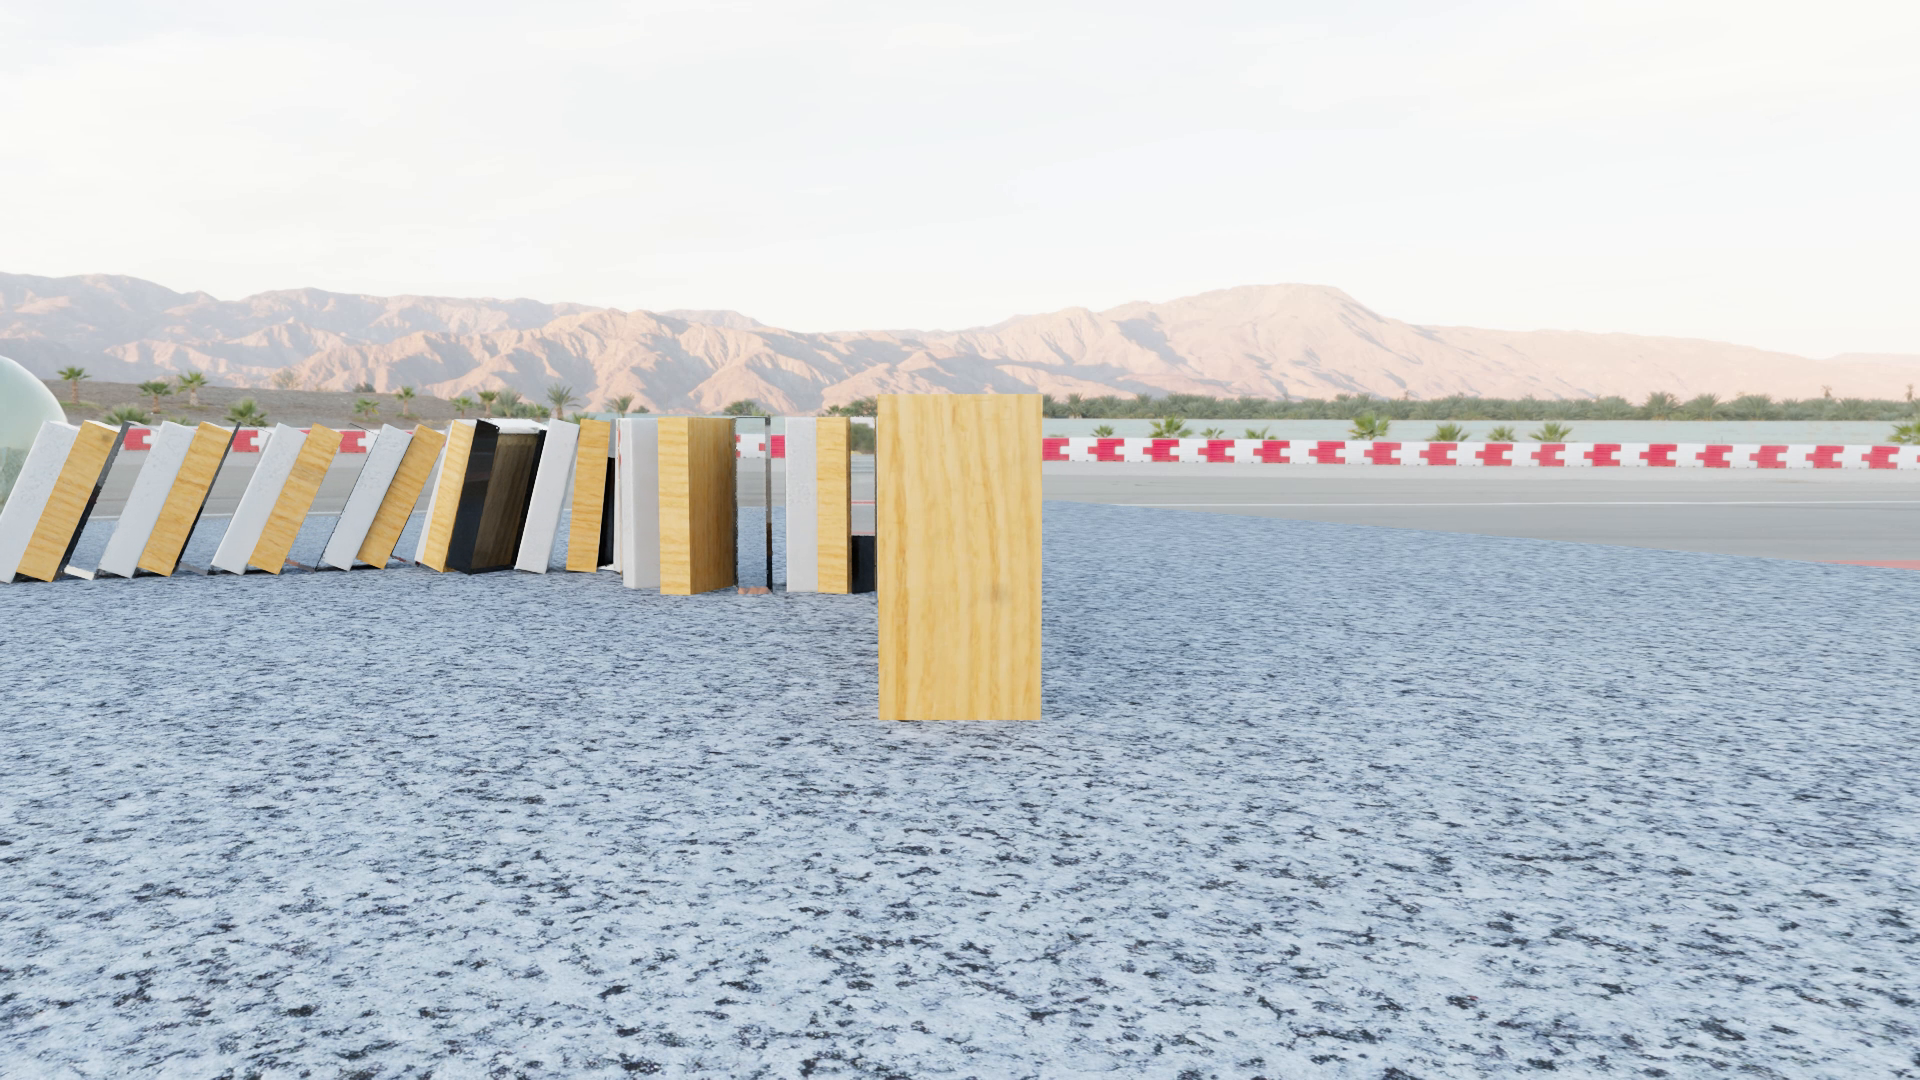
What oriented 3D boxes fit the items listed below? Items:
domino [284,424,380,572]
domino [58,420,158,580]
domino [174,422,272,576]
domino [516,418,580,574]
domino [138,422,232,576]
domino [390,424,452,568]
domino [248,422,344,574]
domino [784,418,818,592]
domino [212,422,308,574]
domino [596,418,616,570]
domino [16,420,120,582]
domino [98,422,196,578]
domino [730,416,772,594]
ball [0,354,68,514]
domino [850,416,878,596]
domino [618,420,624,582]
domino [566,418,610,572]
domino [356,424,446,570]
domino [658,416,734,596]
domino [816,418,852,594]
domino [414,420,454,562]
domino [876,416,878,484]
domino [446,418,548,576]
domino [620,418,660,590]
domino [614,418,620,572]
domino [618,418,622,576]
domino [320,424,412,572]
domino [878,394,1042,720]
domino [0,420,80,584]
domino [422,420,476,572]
[{"bbox_3d":[-0.212,-0.015,0.434,0.009,0.050,0.025,25,-7,-25],"label":"domino"},{"bbox_3d":[-0.272,-0.013,0.412,0.010,0.050,0.025,23,-6,-25],"label":"domino"},{"bbox_3d":[-0.244,-0.014,0.426,0.009,0.050,0.025,23,-6,-25],"label":"domino"},{"bbox_3d":[-0.137,-0.015,0.430,0.010,0.050,0.025,13,1,-15],"label":"domino"},{"bbox_3d":[-0.254,-0.014,0.423,0.009,0.050,0.025,23,-6,-25],"label":"domino"},{"bbox_3d":[-0.186,-0.016,0.453,0.009,0.050,0.025,26,-8,-26],"label":"domino"},{"bbox_3d":[-0.222,-0.014,0.430,0.009,0.050,0.025,25,-7,-25],"label":"domino"},{"bbox_3d":[-0.047,-0.011,0.379,0.009,0.050,0.025,-1,4,-8],"label":"domino"},{"bbox_3d":[-0.233,-0.014,0.428,0.009,0.050,0.025,25,-7,-25],"label":"domino"},{"bbox_3d":[-0.112,-0.016,0.438,0.009,0.050,0.025,8,5,7],"label":"domino"},{"bbox_3d":[-0.280,-0.013,0.406,0.009,0.050,0.025,23,-6,-25],"label":"domino"},{"bbox_3d":[-0.263,-0.014,0.418,0.009,0.050,0.025,23,-6,-25],"label":"domino"},{"bbox_3d":[-0.061,-0.011,0.375,0.009,0.050,0.025,-1,4,-14],"label":"domino"},{"bbox_3d":[-0.366,-0.032,0.460,0.080,0.080,0.080,0,4,0],"label":"ball"},{"bbox_3d":[-0.019,-0.010,0.367,0.010,0.050,0.025,4,6,43],"label":"domino"},{"bbox_3d":[-0.092,-0.012,0.399,0.025,0.050,0.009,-1,4,-17],"label":"domino"},{"bbox_3d":[-0.125,-0.015,0.435,0.009,0.050,0.025,6,3,-14],"label":"domino"},{"bbox_3d":[-0.195,-0.016,0.448,0.009,0.050,0.025,26,-7,-25],"label":"domino"},{"bbox_3d":[-0.077,-0.010,0.373,0.009,0.050,0.025,1,5,18],"label":"domino"},{"bbox_3d":[-0.031,-0.011,0.376,0.009,0.050,0.025,2,5,24],"label":"domino"},{"bbox_3d":[-0.170,-0.016,0.444,0.009,0.050,0.025,21,9,12],"label":"domino"},{"bbox_3d":[-0.010,-0.009,0.355,0.025,0.050,0.009,-2,5,-26],"label":"domino"},{"bbox_3d":[-0.153,-0.015,0.425,0.009,0.050,0.025,19,10,18],"label":"domino"},{"bbox_3d":[-0.088,-0.011,0.385,0.025,0.050,0.009,-3,5,-32],"label":"domino"},{"bbox_3d":[-0.101,-0.015,0.425,0.025,0.050,0.009,-3,11,-39],"label":"domino"},{"bbox_3d":[-0.096,-0.014,0.412,0.025,0.050,0.009,-1,8,-18],"label":"domino"},{"bbox_3d":[-0.204,-0.015,0.441,0.010,0.050,0.025,25,-7,-25],"label":"domino"},{"bbox_3d":[0.000,0.002,0.201,0.025,0.050,0.010,0,4,0],"label":"domino"},{"bbox_3d":[-0.290,-0.013,0.403,0.009,0.050,0.025,23,-6,-25],"label":"domino"},{"bbox_3d":[-0.163,-0.015,0.432,0.009,0.050,0.025,22,13,22],"label":"domino"}]
